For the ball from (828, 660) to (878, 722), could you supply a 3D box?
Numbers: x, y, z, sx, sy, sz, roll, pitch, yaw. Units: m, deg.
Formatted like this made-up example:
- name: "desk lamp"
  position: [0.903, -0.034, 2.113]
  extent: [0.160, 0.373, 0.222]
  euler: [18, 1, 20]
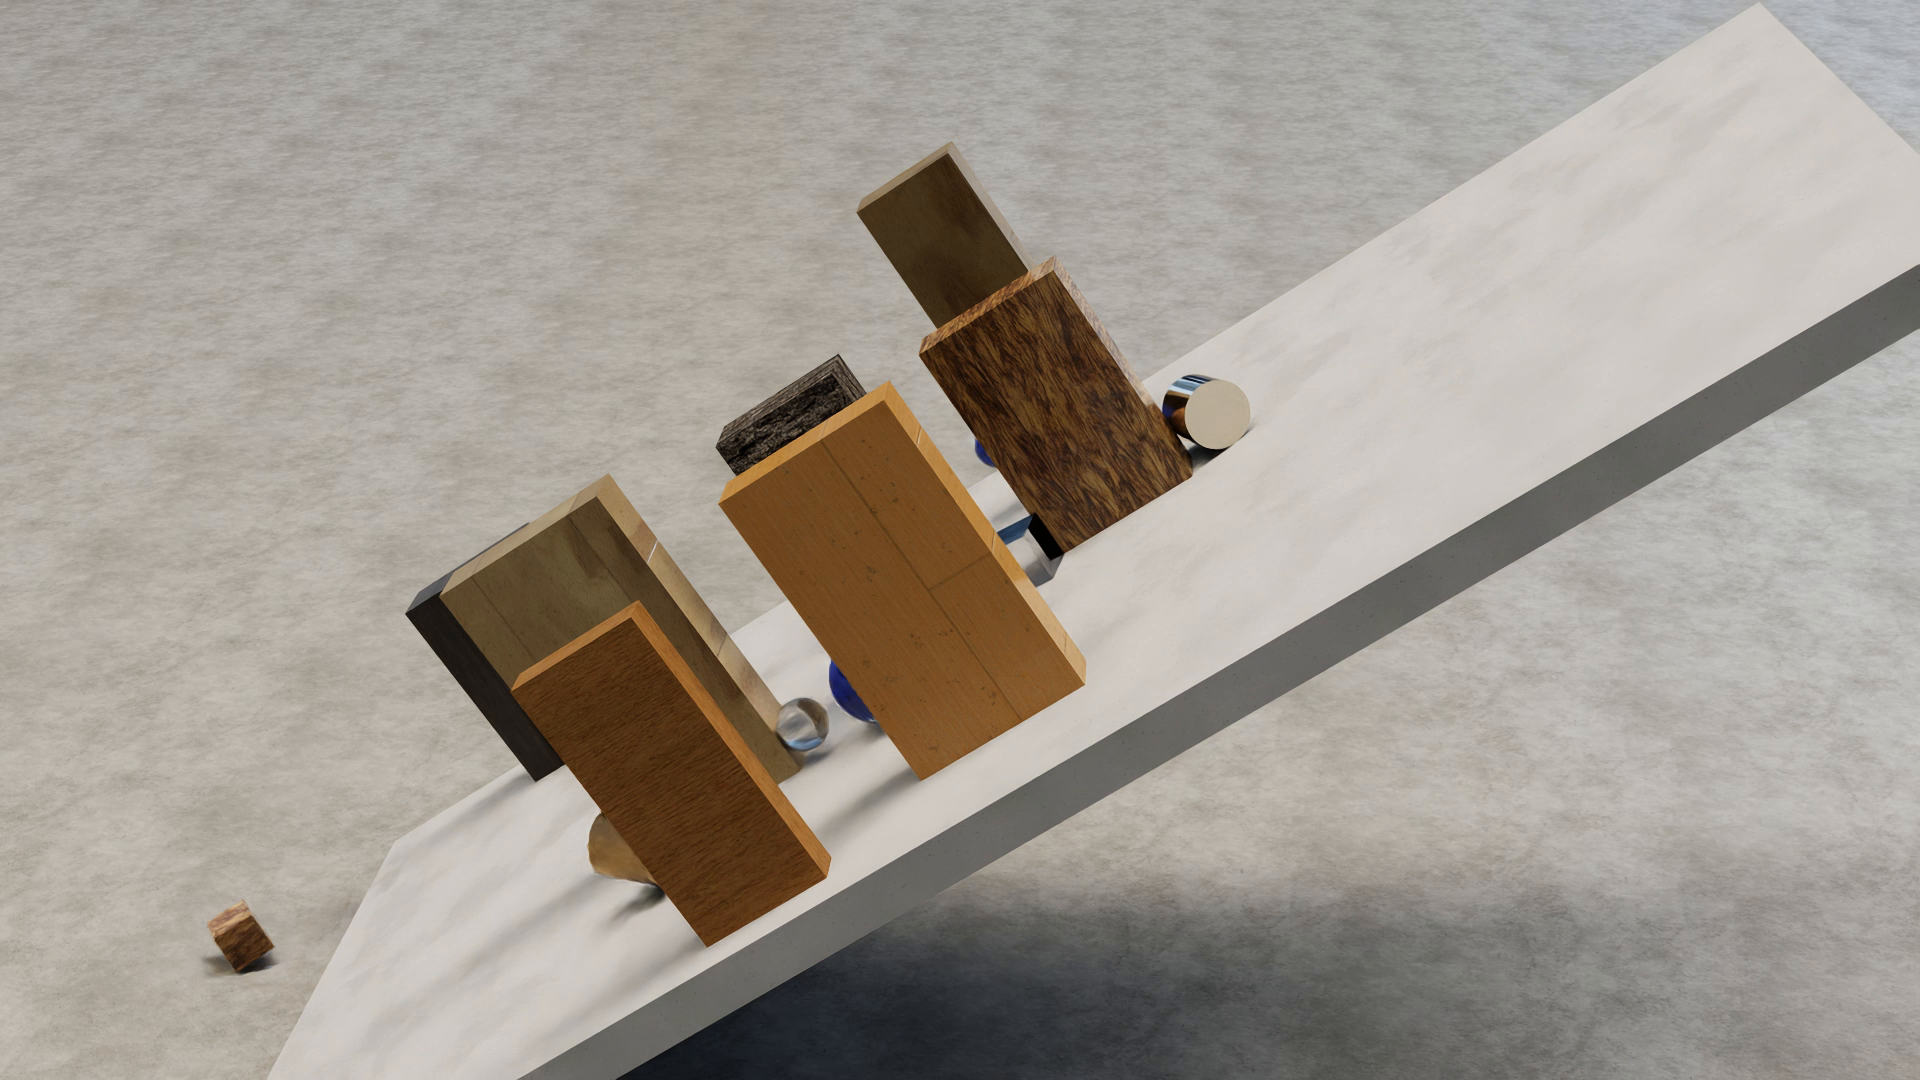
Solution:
- name: "ball"
  position: [-0.175, 0.280, 6.076]
  extent: [0.195, 0.195, 0.195]
  euler: [0, 21, 0]

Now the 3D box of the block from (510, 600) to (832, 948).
- name: "block"
  position: [-0.539, 0.444, 5.527]
  extent: [0.280, 0.629, 0.084]
  euler: [-31, 16, 14]

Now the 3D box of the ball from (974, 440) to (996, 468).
- name: "ball"
  position: [0.089, -0.233, 7.276]
  extent: [0.108, 0.108, 0.108]
  euler: [0, 21, 0]

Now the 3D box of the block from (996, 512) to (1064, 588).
- name: "block"
  position: [0.135, 0.035, 6.309]
  extent: [0.114, 0.114, 0.114]
  euler: [-27, 17, 27]

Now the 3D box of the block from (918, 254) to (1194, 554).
- name: "block"
  position: [0.208, -0.285, 6.298]
  extent: [0.342, 0.542, 0.122]
  euler: [-31, 16, 14]

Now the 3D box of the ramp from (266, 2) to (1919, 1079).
- name: "ramp"
  position: [0.138, 0.172, 6.299]
  extent: [4.000, 0.100, 2.000]
  euler: [-31, 16, 14]

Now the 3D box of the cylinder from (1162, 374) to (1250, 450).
- name: "cylinder"
  position: [0.530, -0.278, 6.341]
  extent: [0.149, 0.149, 0.149]
  euler: [-5, 9, -14]

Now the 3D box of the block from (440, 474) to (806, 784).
- name: "block"
  position: [-0.701, 0.276, 6.193]
  extent: [0.409, 0.728, 0.141]
  euler: [-31, 16, 14]

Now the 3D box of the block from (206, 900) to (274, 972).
- name: "block"
  position: [-1.773, 0.974, 7.246]
  extent: [0.107, 0.107, 0.107]
  euler: [-34, 25, -12]

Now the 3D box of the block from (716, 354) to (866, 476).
- name: "block"
  position: [-0.200, -0.036, 6.212]
  extent: [0.296, 0.649, 0.139]
  euler: [-31, 16, 14]

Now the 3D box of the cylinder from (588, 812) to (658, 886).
- name: "cylinder"
  position: [-0.658, 0.627, 6.039]
  extent: [0.150, 0.150, 0.150]
  euler: [5, 20, 34]

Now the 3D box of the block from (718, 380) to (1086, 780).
- name: "block"
  position: [-0.104, 0.083, 5.595]
  extent: [0.377, 0.676, 0.119]
  euler: [-31, 16, 14]

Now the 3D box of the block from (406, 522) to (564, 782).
- name: "block"
  position: [-1.065, 0.281, 7.320]
  extent: [0.347, 0.540, 0.145]
  euler: [-31, 16, 14]

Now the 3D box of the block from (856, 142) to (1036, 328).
- name: "block"
  position: [0.097, -0.502, 6.704]
  extent: [0.249, 0.797, 0.121]
  euler: [-31, 16, 14]

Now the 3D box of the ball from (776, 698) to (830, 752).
- name: "ball"
  position: [-0.329, 0.386, 6.157]
  extent: [0.113, 0.113, 0.113]
  euler: [0, 21, 0]
